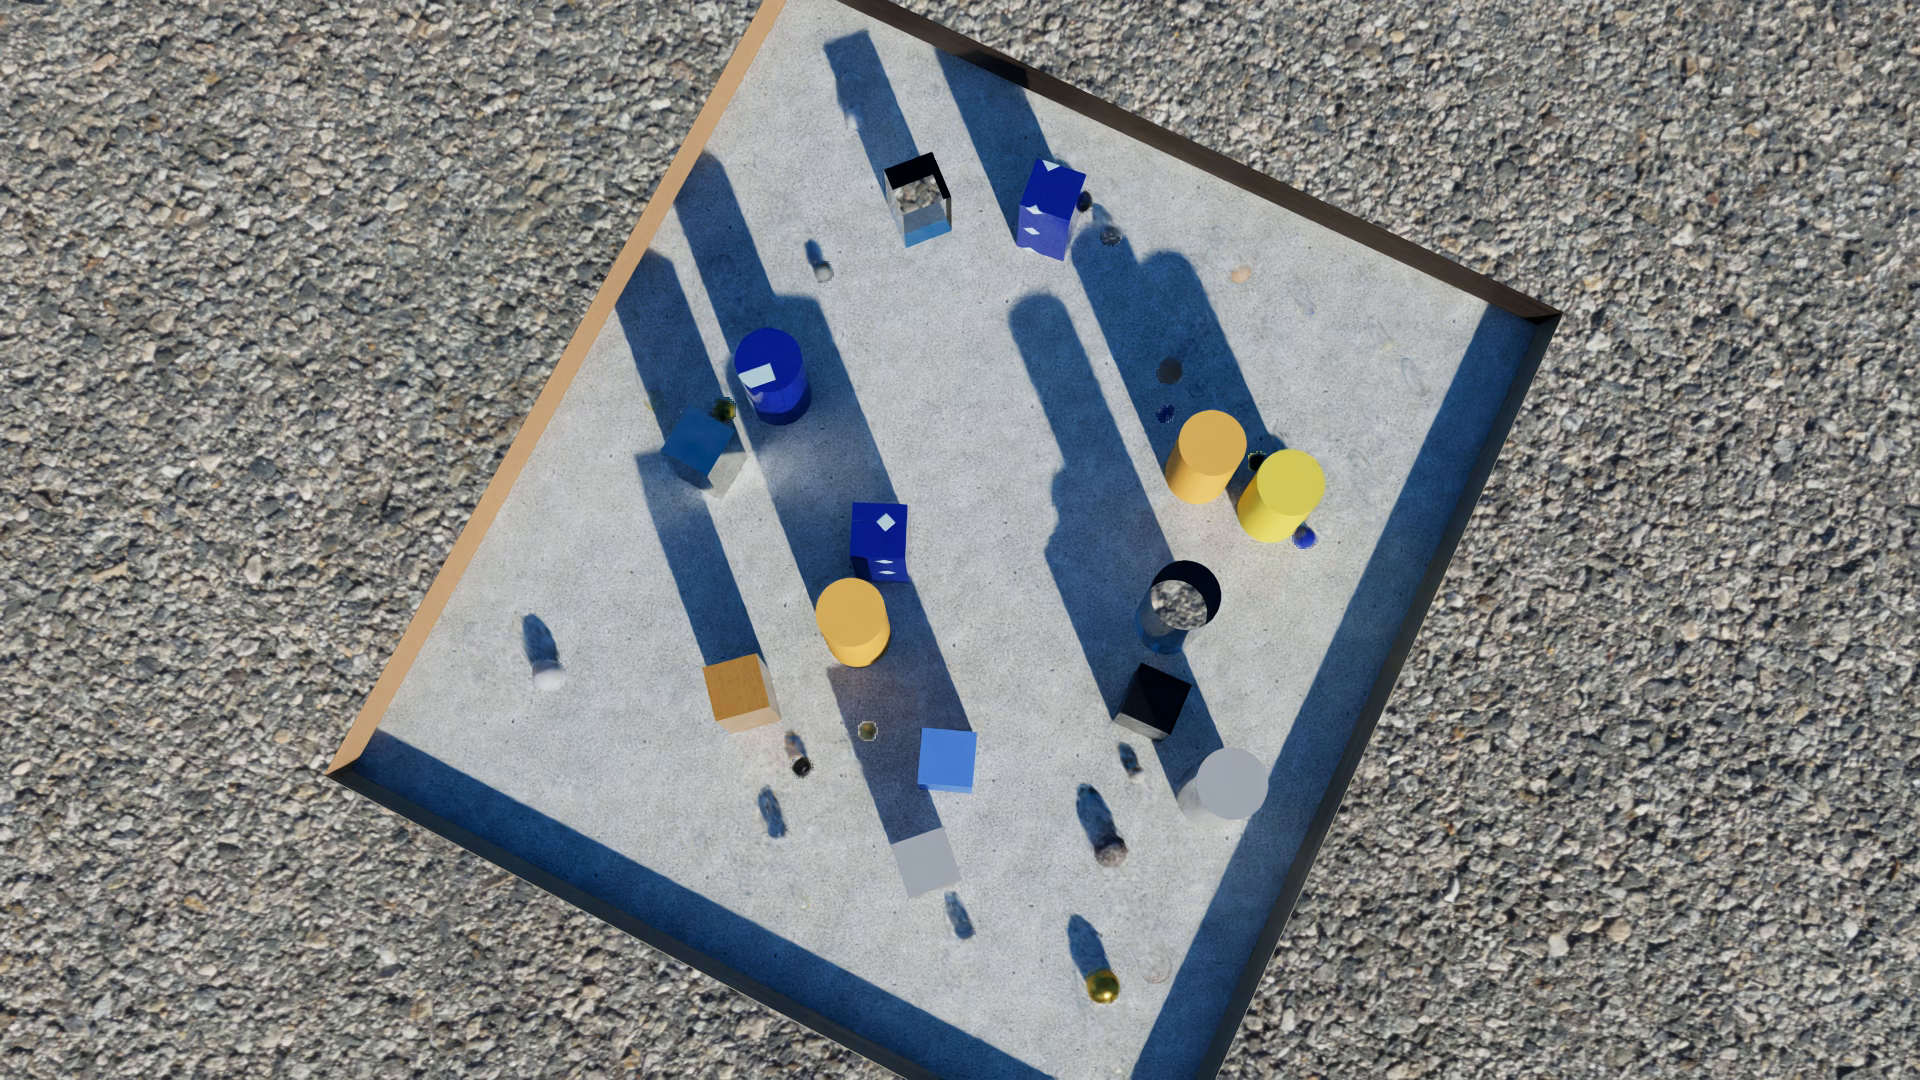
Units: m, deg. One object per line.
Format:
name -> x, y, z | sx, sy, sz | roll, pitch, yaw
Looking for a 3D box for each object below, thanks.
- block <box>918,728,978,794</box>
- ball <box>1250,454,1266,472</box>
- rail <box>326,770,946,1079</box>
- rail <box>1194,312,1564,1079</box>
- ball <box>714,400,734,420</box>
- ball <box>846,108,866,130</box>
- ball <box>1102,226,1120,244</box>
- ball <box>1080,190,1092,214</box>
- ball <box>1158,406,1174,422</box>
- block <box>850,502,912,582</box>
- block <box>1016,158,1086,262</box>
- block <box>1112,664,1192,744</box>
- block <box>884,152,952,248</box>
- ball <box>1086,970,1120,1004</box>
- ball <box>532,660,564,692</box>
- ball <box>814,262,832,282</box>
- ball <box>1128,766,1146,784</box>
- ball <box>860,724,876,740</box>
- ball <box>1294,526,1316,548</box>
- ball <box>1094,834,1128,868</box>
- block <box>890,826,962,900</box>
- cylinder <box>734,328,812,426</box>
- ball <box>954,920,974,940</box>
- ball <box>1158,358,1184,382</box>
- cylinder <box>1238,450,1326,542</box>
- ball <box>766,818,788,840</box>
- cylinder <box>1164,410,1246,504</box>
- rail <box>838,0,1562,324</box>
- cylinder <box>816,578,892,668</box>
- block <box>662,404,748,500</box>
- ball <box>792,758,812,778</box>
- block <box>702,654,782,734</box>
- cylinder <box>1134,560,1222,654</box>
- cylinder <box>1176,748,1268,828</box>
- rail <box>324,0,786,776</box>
block -> -0.036, 0.646, 5.352 | 0.157, 0.257, 0.157 | 5, 78, 1
ball -> 0.918, -0.237, 5.639 | 0.053, 0.053, 0.053 | 0, 78, 0
rail -> -0.644, 1.269, 5.288 | 2.690, 0.128, 0.045 | 26, 80, 5
rail -> 1.182, 0.585, 5.429 | 0.045, 0.128, 2.929 | 26, 80, 5
ball -> -0.729, -0.401, 5.666 | 0.065, 0.065, 0.065 | 0, 78, 0
ball -> -0.332, -1.349, 5.861 | 0.068, 0.068, 0.068 | 0, 78, 0
ball -> 0.477, -0.963, 5.786 | 0.059, 0.059, 0.059 | 0, 78, 0
ball -> 0.380, -1.073, 5.800 | 0.076, 0.076, 0.076 | 0, 78, 0
ball -> 0.638, -0.390, 5.675 | 0.044, 0.044, 0.044 | 0, 78, 0
block -> -0.231, 0.011, 5.416 | 0.157, 0.387, 0.157 | 2, 78, 0
block -> 0.279, -1.014, 5.651 | 0.157, 0.344, 0.157 | 19, 79, 4
block -> 0.562, 0.481, 5.383 | 0.157, 0.262, 0.157 | 24, 79, 5
block -> -0.128, -1.053, 5.691 | 0.157, 0.281, 0.157 | -21, 79, -4
ball -> 0.414, 1.292, 5.299 | 0.098, 0.098, 0.098 | 0, 78, 0
ball -> -1.234, 0.406, 5.485 | 0.094, 0.094, 0.094 | 0, 78, 0
ball -> -0.432, -0.843, 5.762 | 0.058, 0.058, 0.058 | 0, 78, 0
ball -> 0.526, 0.699, 5.446 | 0.051, 0.051, 0.051 | 0, 78, 0
ball -> -0.275, 0.571, 5.474 | 0.047, 0.047, 0.047 | 0, 78, 0
ball -> 1.052, -0.008, 5.579 | 0.064, 0.064, 0.064 | 0, 78, 0
ball -> 0.442, 0.912, 5.378 | 0.098, 0.098, 0.098 | 0, 78, 0
block -> -0.095, 0.934, 5.285 | 0.157, 0.271, 0.157 | -19, 79, -4
cylinder -> -0.560, -0.488, 5.532 | 0.197, 0.365, 0.197 | 0, 78, 0
ball -> 0.012, 1.140, 5.352 | 0.057, 0.057, 0.057 | 0, 78, 0
ball -> 0.653, -0.527, 5.686 | 0.079, 0.079, 0.079 | 0, 78, 0
cylinder -> 0.950, -0.126, 5.448 | 0.197, 0.382, 0.197 | 0, 78, 0
ball -> -0.540, 0.853, 5.409 | 0.060, 0.060, 0.060 | 0, 78, 0
cylinder -> 0.731, -0.244, 5.481 | 0.197, 0.365, 0.197 | 0, 78, 0
rail -> 0.644, -1.255, 5.810 | 2.690, 0.128, 0.045 | 26, 80, 5
cylinder -> -0.307, 0.246, 5.349 | 0.197, 0.425, 0.197 | 0, 78, 0
block -> -0.764, -0.257, 5.503 | 0.157, 0.328, 0.157 | 29, 80, 6
ball -> -0.469, 0.677, 5.448 | 0.056, 0.056, 0.056 | 0, 78, 0
block -> -0.631, 0.451, 5.339 | 0.157, 0.360, 0.157 | -15, 79, -3
cylinder -> 0.628, 0.202, 5.327 | 0.197, 0.486, 0.197 | 0, 78, 0
cylinder -> 0.742, 0.712, 5.228 | 0.197, 0.473, 0.197 | 0, 78, 0
rail -> -1.182, -0.572, 5.669 | 0.045, 0.128, 2.929 | 26, 80, 5
